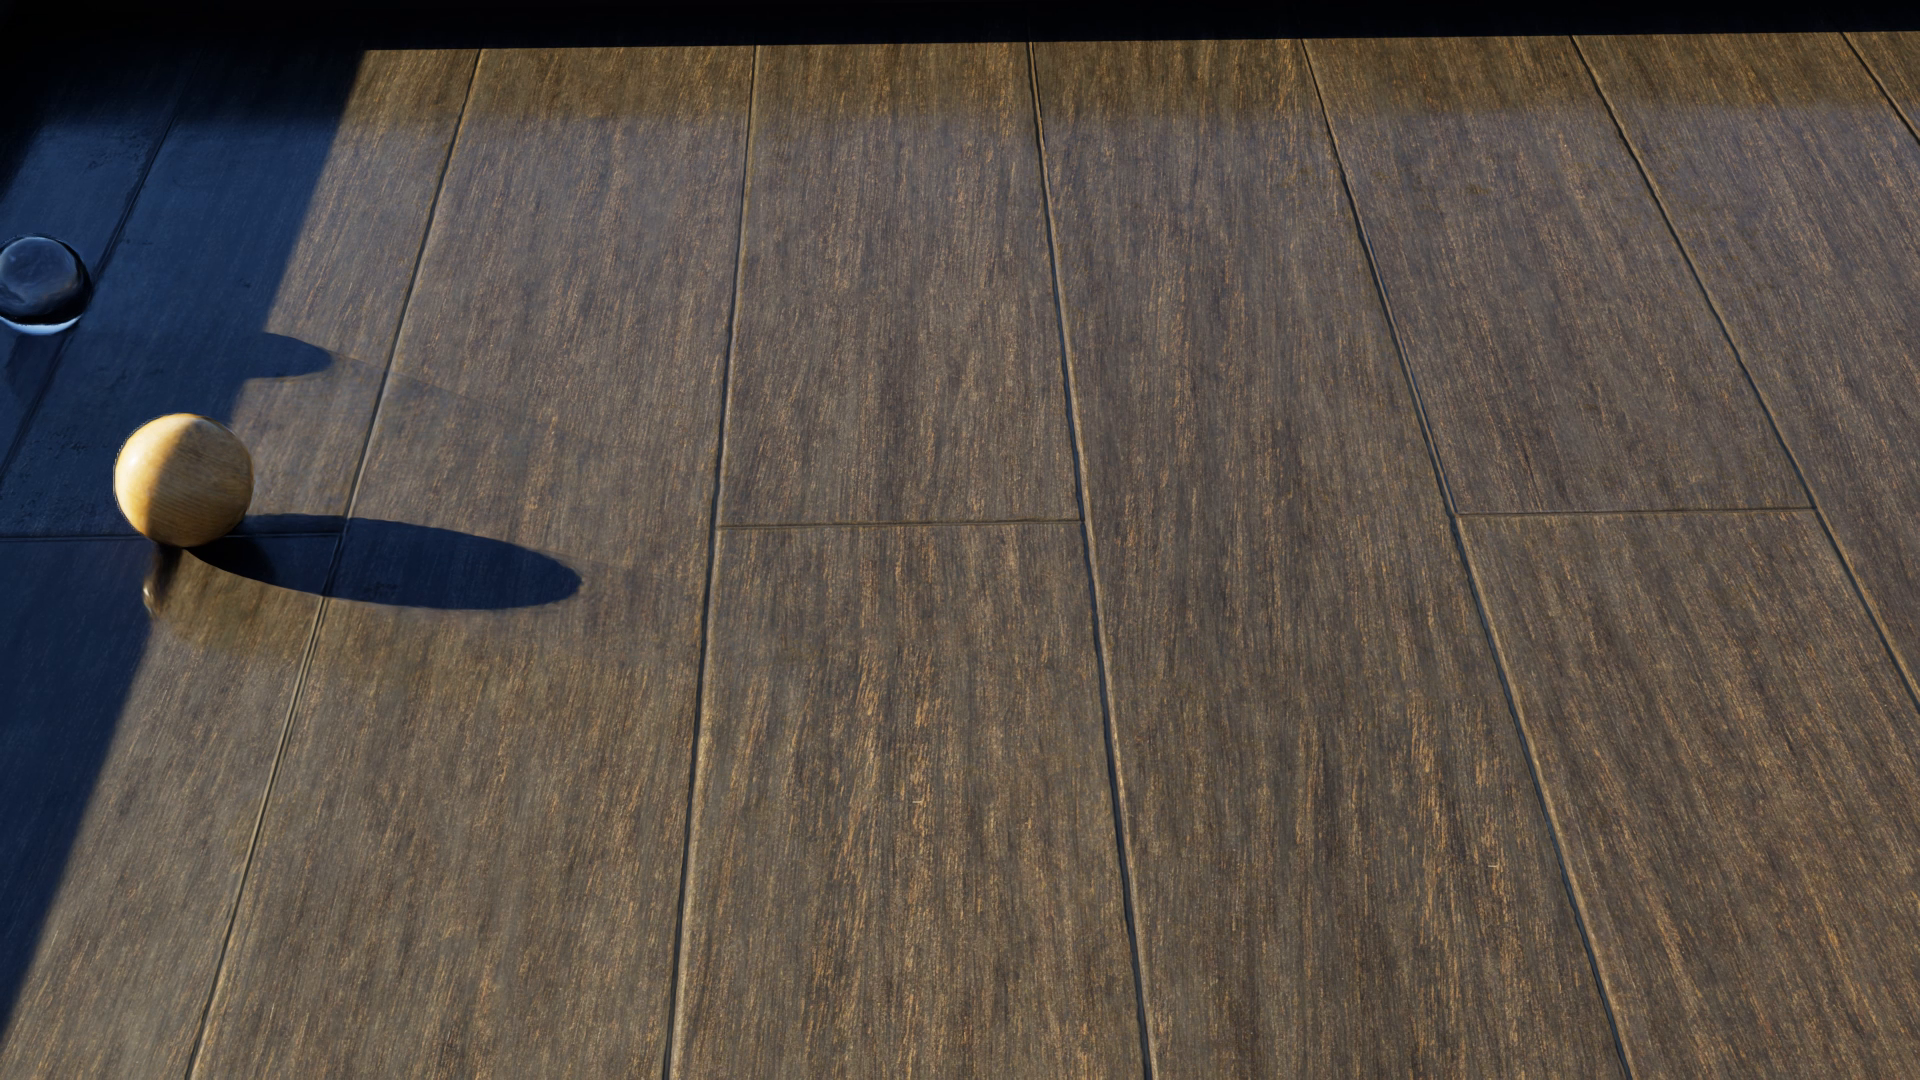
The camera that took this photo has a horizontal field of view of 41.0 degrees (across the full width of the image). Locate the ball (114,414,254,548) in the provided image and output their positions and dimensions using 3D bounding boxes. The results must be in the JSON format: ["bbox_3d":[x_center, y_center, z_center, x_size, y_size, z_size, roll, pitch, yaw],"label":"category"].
[{"bbox_3d":[-0.513,-0.039,1.697,0.089,0.089,0.089,0,36,0],"label":"ball"}]

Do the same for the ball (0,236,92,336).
[{"bbox_3d":[-0.689,-0.190,1.917,0.075,0.075,0.075,0,36,0],"label":"ball"}]

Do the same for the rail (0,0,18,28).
[{"bbox_3d":[-0.838,-0.001,1.618,0.045,0.117,1.849,-1,36,-1],"label":"rail"}]

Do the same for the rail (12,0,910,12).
[{"bbox_3d":[0.836,-0.557,2.387,3.449,0.117,0.045,-1,36,-1],"label":"rail"}]
